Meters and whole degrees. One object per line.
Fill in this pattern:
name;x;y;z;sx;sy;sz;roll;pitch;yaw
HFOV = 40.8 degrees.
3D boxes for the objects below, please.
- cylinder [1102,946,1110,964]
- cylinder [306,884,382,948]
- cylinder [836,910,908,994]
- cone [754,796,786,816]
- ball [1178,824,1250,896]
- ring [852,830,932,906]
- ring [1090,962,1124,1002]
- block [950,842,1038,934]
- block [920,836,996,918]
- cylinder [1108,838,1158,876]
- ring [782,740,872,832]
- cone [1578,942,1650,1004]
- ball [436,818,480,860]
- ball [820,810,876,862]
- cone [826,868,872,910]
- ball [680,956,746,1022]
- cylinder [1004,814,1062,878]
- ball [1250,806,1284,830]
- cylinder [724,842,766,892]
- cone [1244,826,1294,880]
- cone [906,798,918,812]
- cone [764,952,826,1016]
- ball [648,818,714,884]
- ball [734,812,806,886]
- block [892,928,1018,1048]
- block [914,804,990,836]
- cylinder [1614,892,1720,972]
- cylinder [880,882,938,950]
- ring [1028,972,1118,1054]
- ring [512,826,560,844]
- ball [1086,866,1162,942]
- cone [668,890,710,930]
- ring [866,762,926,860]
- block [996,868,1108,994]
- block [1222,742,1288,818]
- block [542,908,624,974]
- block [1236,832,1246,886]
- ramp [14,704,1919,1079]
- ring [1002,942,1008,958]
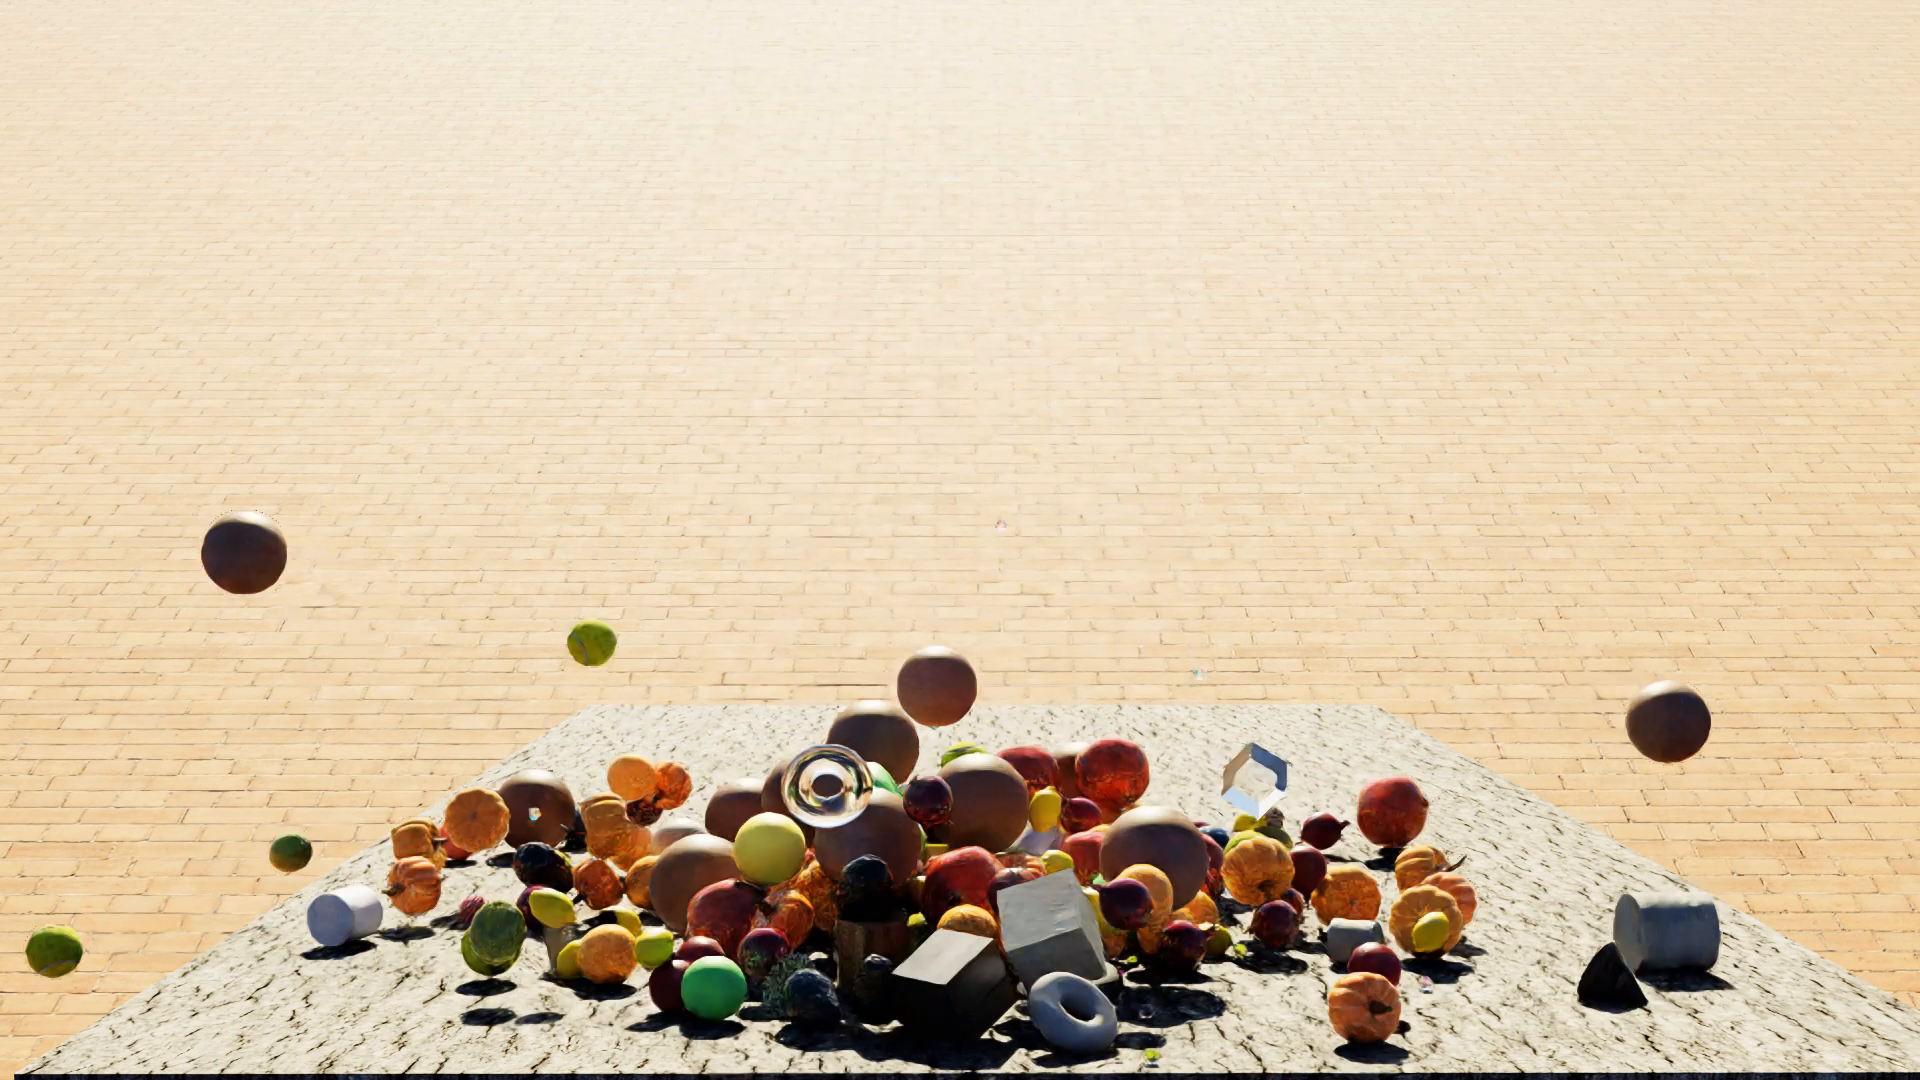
cylinder;0.135;0.487;2.945;0.059;0.059;0.059;12;28;16
cylinder;-0.776;0.474;3.255;0.068;0.068;0.068;9;5;19
cylinder;-0.101;0.477;2.982;0.083;0.083;0.083;0;2;0
cone;-0.291;0.419;4.088;0.057;0.057;0.057;14;53;-19
ball;0.354;0.447;3.598;0.099;0.099;0.099;0;25;0
ring;-0.085;0.442;3.362;0.048;0.144;0.144;-35;40;-26
ring;0.133;0.498;2.863;0.100;0.033;0.100;-13;11;3
block;0.046;0.451;3.332;0.084;0.084;0.084;26;1;2
block;-0.001;0.456;3.492;0.096;0.096;0.096;0;2;5
cylinder;0.255;0.469;3.794;0.053;0.053;0.053;2;21;40
ring;-0.153;0.284;2.979;0.107;0.107;0.036;-8;3;-17
cone;0.747;0.503;2.905;0.072;0.072;0.072;-23;44;-39
ball;-0.769;0.458;3.955;0.066;0.066;0.066;0;25;0
ball;-0.163;0.438;3.907;0.100;0.100;0.100;0;25;0
cone;-0.137;0.487;3.487;0.062;0.062;0.062;-21;48;-38
ball;-0.268;0.487;2.800;0.072;0.072;0.072;0;25;0
cylinder;0.097;0.411;3.455;0.063;0.063;0.063;12;51;23
ball;0.501;0.456;4.203;0.055;0.055;0.055;0;25;0
cylinder;-0.300;0.463;3.648;0.060;0.060;0.060;8;-10;1
cone;0.454;0.477;3.792;0.080;0.080;0.080;1;28;2
cone;-0.108;0.467;4.024;0.097;0.097;0.097;15;36;28
cone;-0.168;0.505;2.870;0.073;0.073;0.073;24;-10;41
ball;-0.385;0.430;3.564;0.091;0.091;0.091;0;25;0
ball;-0.230;0.373;3.111;0.088;0.088;0.088;0;25;0
block;-0.005;0.470;2.712;0.081;0.081;0.081;2;31;45
block;-0.011;0.447;3.835;0.094;0.094;0.094;0;2;-14
cylinder;0.843;0.468;3.079;0.094;0.094;0.094;0;25;-8
cylinder;-0.064;0.473;3.244;0.072;0.072;0.072;-2;5;0
ring;0.117;0.490;2.669;0.100;0.033;0.100;22;30;-14
ring;-0.680;0.474;4.140;0.076;0.025;0.076;0;0;0
ball;0.207;0.462;3.269;0.096;0.096;0.096;0;25;0
cone;-0.360;0.483;3.334;0.052;0.052;0.052;19;15;34
ring;-0.089;0.342;3.260;0.045;0.136;0.136;-31;29;0
block;0.100;0.430;2.816;0.088;0.088;0.088;-19;39;9
block;0.395;0.322;3.454;0.061;0.061;0.061;31;37;-13
block;-0.453;0.482;3.097;0.063;0.063;0.063;-7;4;43
block;0.378;0.463;3.738;0.067;0.067;0.067;0;2;1
ramp;0.058;0.524;4.562;2.000;0.100;4.000;0;2;0
ring;0.096;0.491;3.093;0.092;0.031;0.092;8;17;-3
